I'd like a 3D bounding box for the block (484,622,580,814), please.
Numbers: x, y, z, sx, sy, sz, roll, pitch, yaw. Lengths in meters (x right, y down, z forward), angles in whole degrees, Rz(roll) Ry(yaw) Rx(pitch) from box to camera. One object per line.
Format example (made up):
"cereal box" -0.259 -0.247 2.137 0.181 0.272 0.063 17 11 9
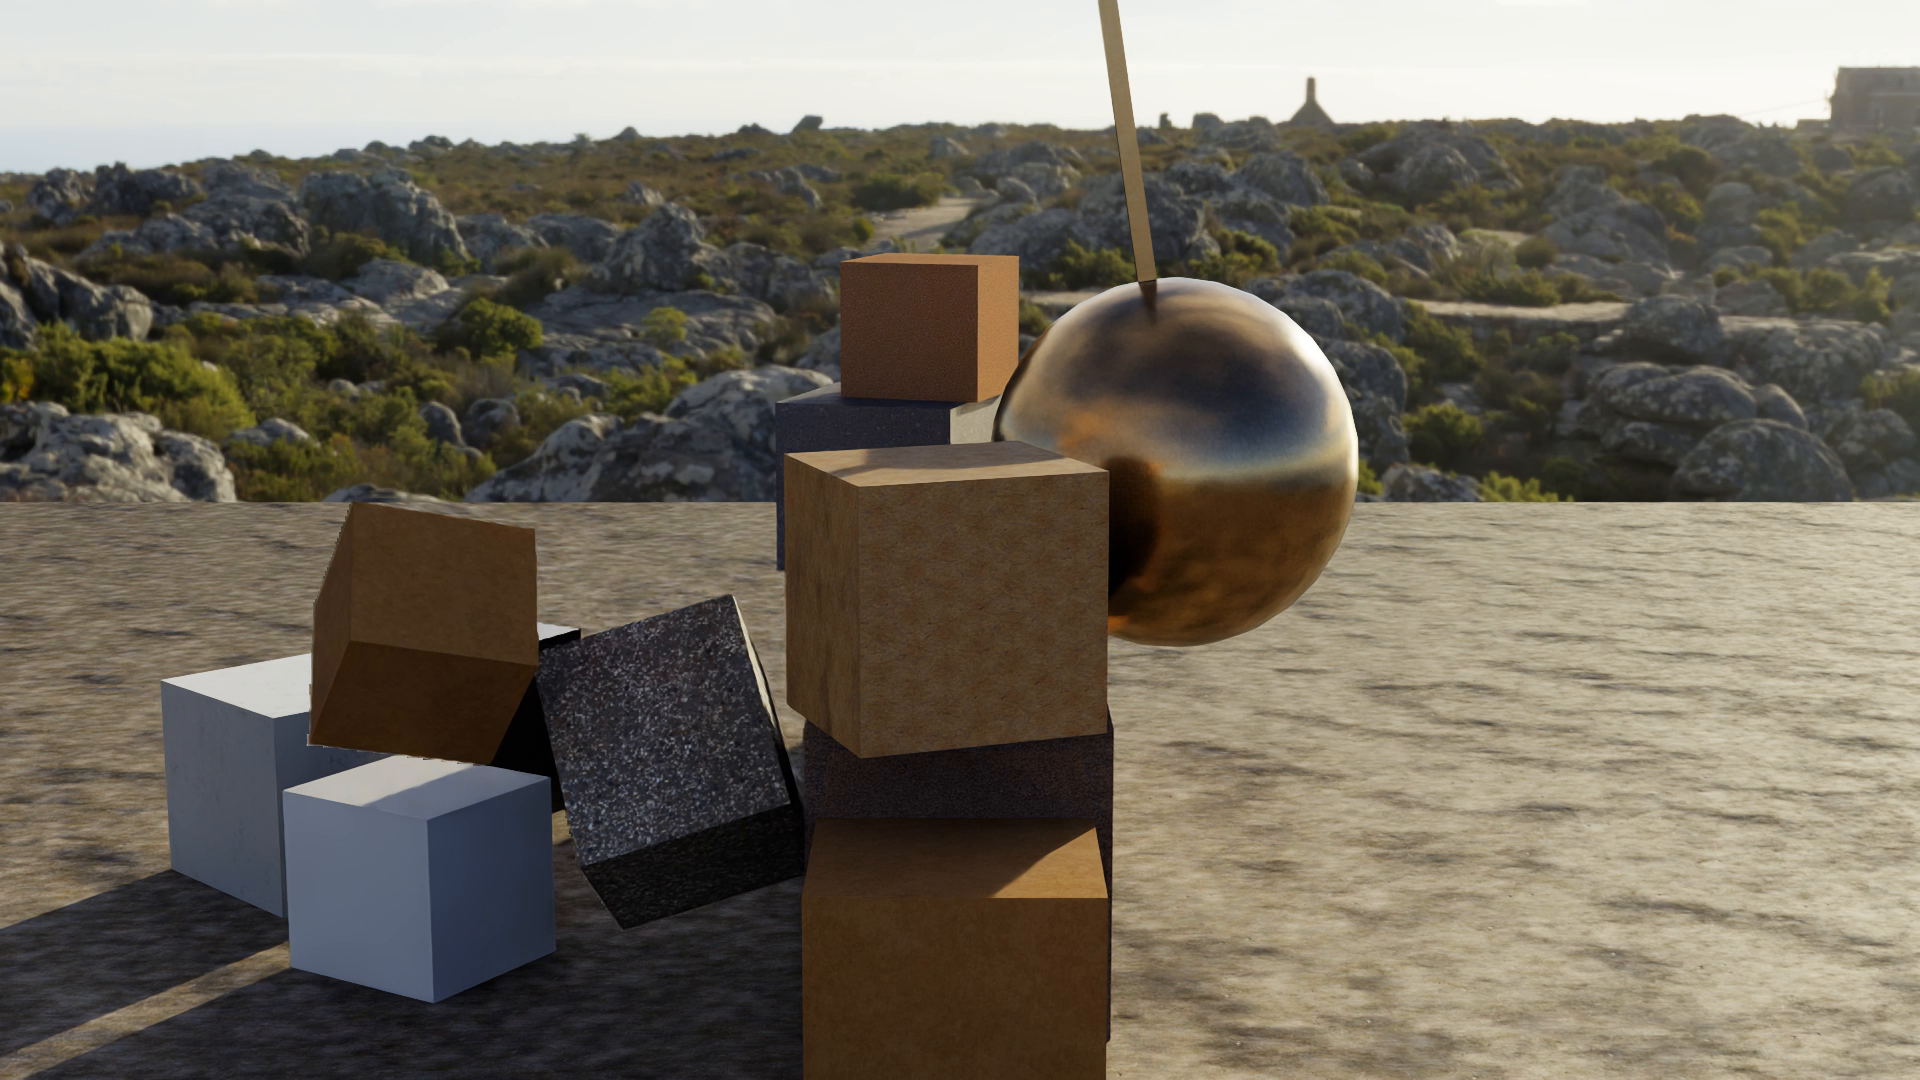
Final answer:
"block" -2.350 0.877 12.332 0.747 0.862 0.763 6 12 30

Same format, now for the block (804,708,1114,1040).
"block" -0.004 1.159 9.898 1.117 1.178 1.147 0 10 0

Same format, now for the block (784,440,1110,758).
"block" -0.061 0.187 9.305 0.934 0.948 0.826 -4 11 -21

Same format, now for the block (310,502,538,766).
"block" -2.065 0.368 9.868 0.701 0.693 0.646 9 49 -22

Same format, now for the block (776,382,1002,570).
"block" -0.319 -0.297 12.181 0.848 0.788 0.862 3 11 17

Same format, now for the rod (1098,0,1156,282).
"rod" 0.400 -3.640 10.518 0.080 5.200 0.080 -9 10 2

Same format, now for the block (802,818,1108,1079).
"block" -0.017 1.506 8.906 1.002 0.850 0.909 0 10 0

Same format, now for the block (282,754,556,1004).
"block" -2.151 1.325 10.243 0.769 0.727 0.706 6 12 31

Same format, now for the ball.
"ball" 0.923 -0.335 11.119 1.600 1.600 1.600 0 10 0

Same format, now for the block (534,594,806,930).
"block" -1.123 0.889 10.189 0.823 0.915 0.798 -17 -26 -3

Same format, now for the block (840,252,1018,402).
"block" -0.138 -1.018 12.177 0.675 0.632 0.636 3 11 18

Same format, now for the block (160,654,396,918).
"block" -2.896 1.053 11.351 0.830 0.867 0.962 -10 14 -44
